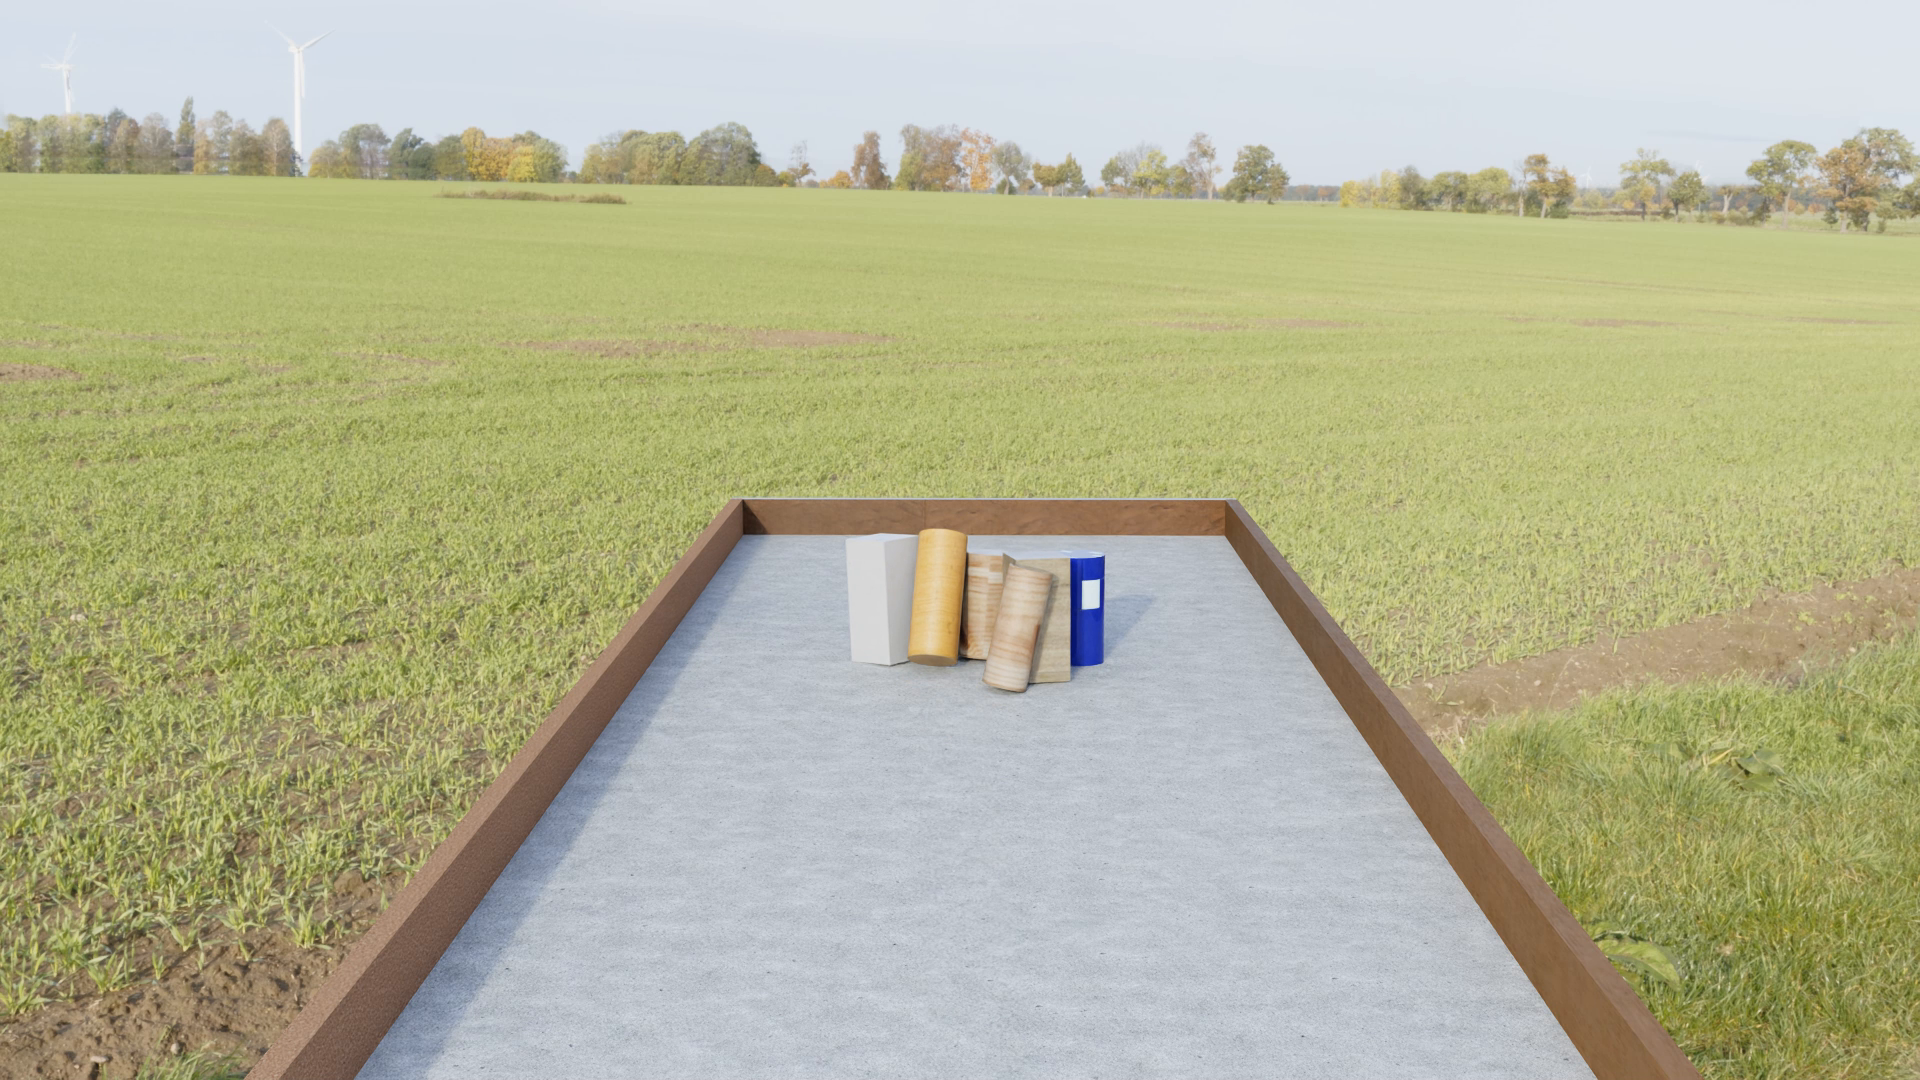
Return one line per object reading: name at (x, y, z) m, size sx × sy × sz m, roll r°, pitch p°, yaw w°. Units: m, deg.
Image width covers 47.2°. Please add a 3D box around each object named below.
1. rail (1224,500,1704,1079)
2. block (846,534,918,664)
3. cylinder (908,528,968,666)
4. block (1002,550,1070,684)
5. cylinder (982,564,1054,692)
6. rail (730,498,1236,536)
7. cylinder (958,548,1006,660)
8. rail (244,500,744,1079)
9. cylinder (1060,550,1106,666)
rail at (1.046, 0.843, 3.208) m, size 0.050 × 0.150 × 12.000 m, roll 0°, pitch 9°, yaw 1°
block at (-0.227, 0.177, 6.673) m, size 0.157 × 0.373 × 0.157 m, roll 3°, pitch 9°, yaw 40°
cylinder at (-0.066, 0.173, 6.597) m, size 0.149 × 0.387 × 0.149 m, roll 5°, pitch -16°, yaw 1°
block at (0.223, 0.223, 6.430) m, size 0.162 × 0.362 × 0.162 m, roll -2°, pitch 8°, yaw -12°
cylinder at (0.164, 0.249, 6.271) m, size 0.129 × 0.345 × 0.129 m, roll 13°, pitch 5°, yaw -1°
rail at (0.099, -0.098, 9.147) m, size 2.100 × 0.150 × 0.050 m, roll 0°, pitch 9°, yaw 1°
cylinder at (0.081, 0.195, 6.718) m, size 0.171 × 0.318 × 0.171 m, roll 4°, pitch 6°, yaw 0°
rail at (-1.004, 0.839, 3.234) m, size 0.050 × 0.150 × 12.000 m, roll 0°, pitch 9°, yaw 1°
cylinder at (0.359, 0.205, 6.665) m, size 0.158 × 0.329 × 0.158 m, roll 0°, pitch 9°, yaw 0°
